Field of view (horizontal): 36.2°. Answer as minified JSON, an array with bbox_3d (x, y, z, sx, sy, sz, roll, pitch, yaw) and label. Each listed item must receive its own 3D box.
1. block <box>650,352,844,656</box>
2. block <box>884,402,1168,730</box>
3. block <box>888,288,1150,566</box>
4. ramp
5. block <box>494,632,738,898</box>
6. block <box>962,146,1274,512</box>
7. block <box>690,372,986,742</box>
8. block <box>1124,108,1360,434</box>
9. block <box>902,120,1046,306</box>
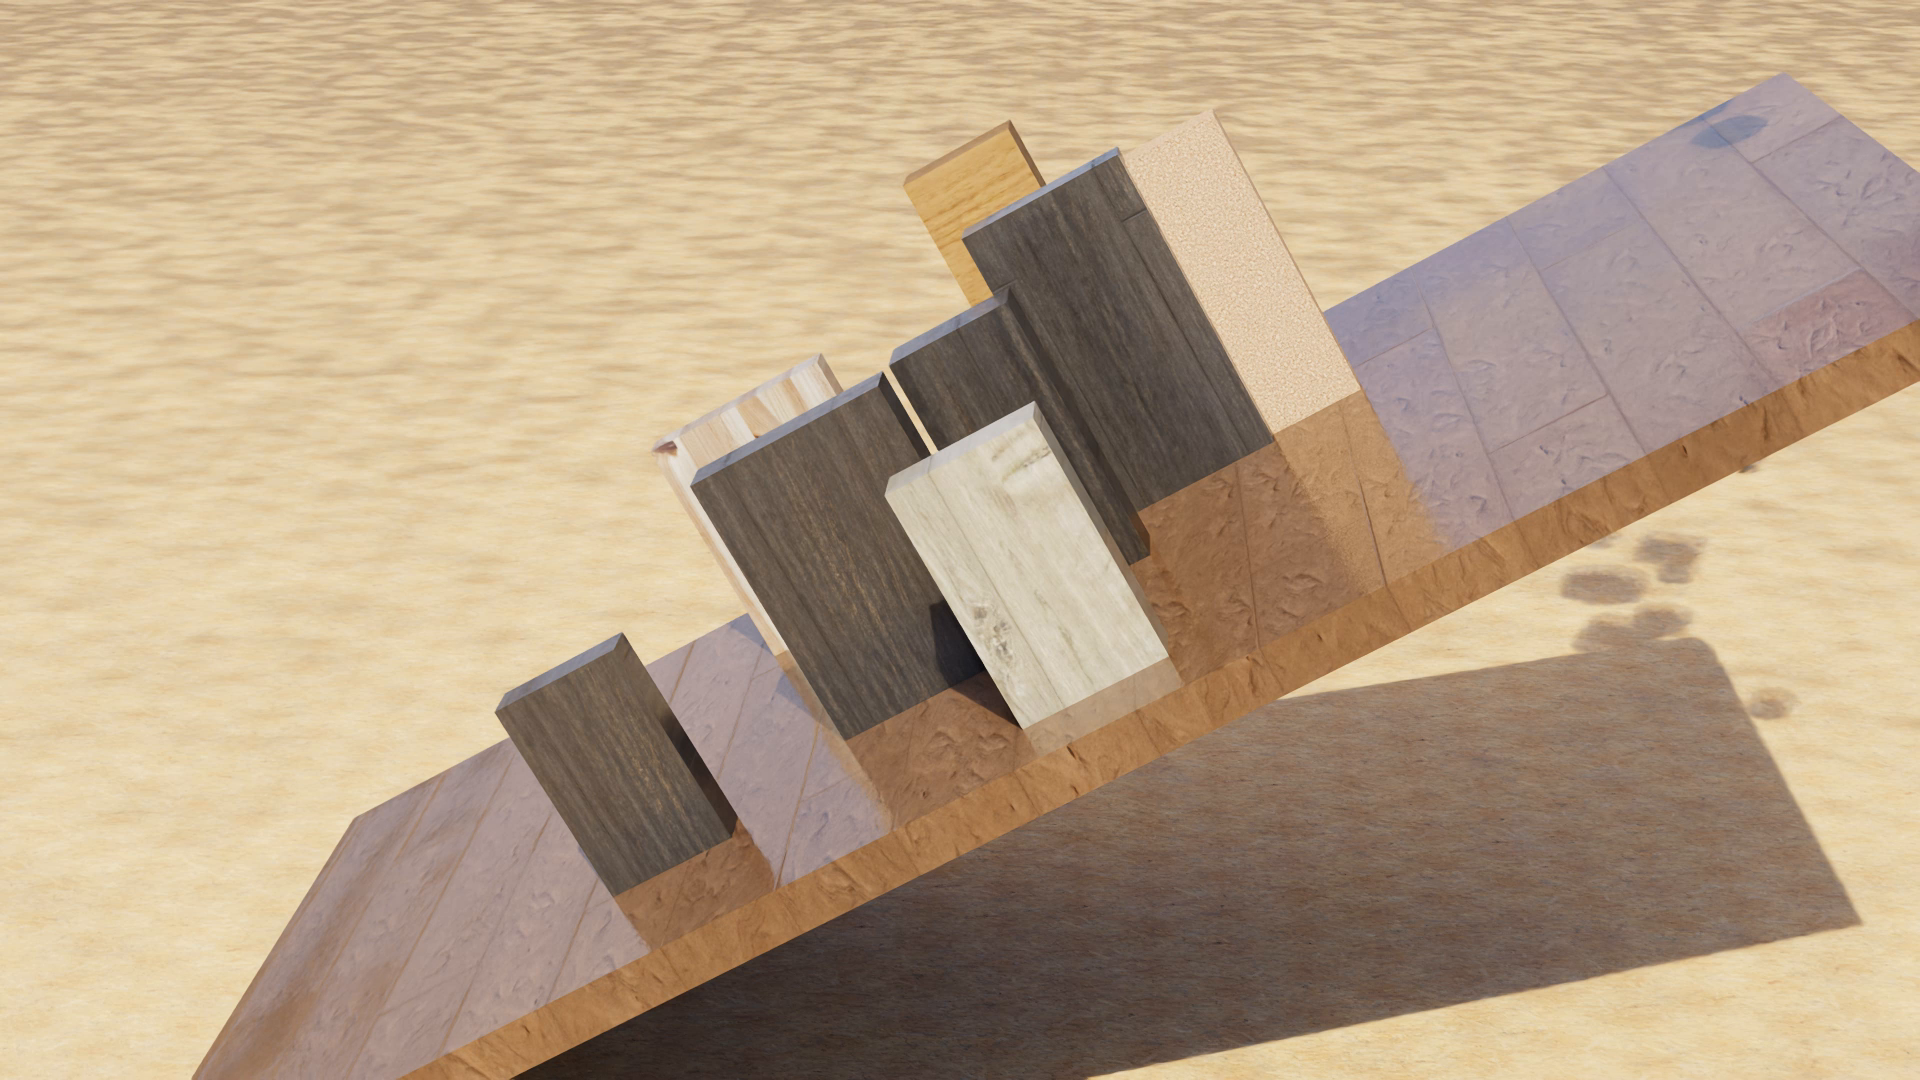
[{"bbox_3d":[-0.376,-0.079,6.803,0.444,0.565,0.093,-27,14,11],"label":"block"},{"bbox_3d":[0.127,0.049,5.452,0.309,0.519,0.116,-27,14,11],"label":"block"},{"bbox_3d":[0.127,-0.181,6.061,0.275,0.607,0.132,-27,14,11],"label":"block"},{"bbox_3d":[0.142,0.167,6.283,4.000,0.100,2.000,-27,14,11],"label":"ramp"},{"bbox_3d":[-0.680,0.448,5.846,0.277,0.450,0.104,-27,14,11],"label":"block"},{"bbox_3d":[0.341,-0.438,6.302,0.374,0.708,0.097,-27,14,11],"label":"block"},{"bbox_3d":[-0.195,0.036,5.938,0.433,0.618,0.117,-27,14,11],"label":"block"},{"bbox_3d":[0.540,-0.539,6.317,0.365,0.675,0.097,-27,14,11],"label":"block"},{"bbox_3d":[0.184,-0.571,6.916,0.278,0.783,0.127,-27,14,11],"label":"block"}]
